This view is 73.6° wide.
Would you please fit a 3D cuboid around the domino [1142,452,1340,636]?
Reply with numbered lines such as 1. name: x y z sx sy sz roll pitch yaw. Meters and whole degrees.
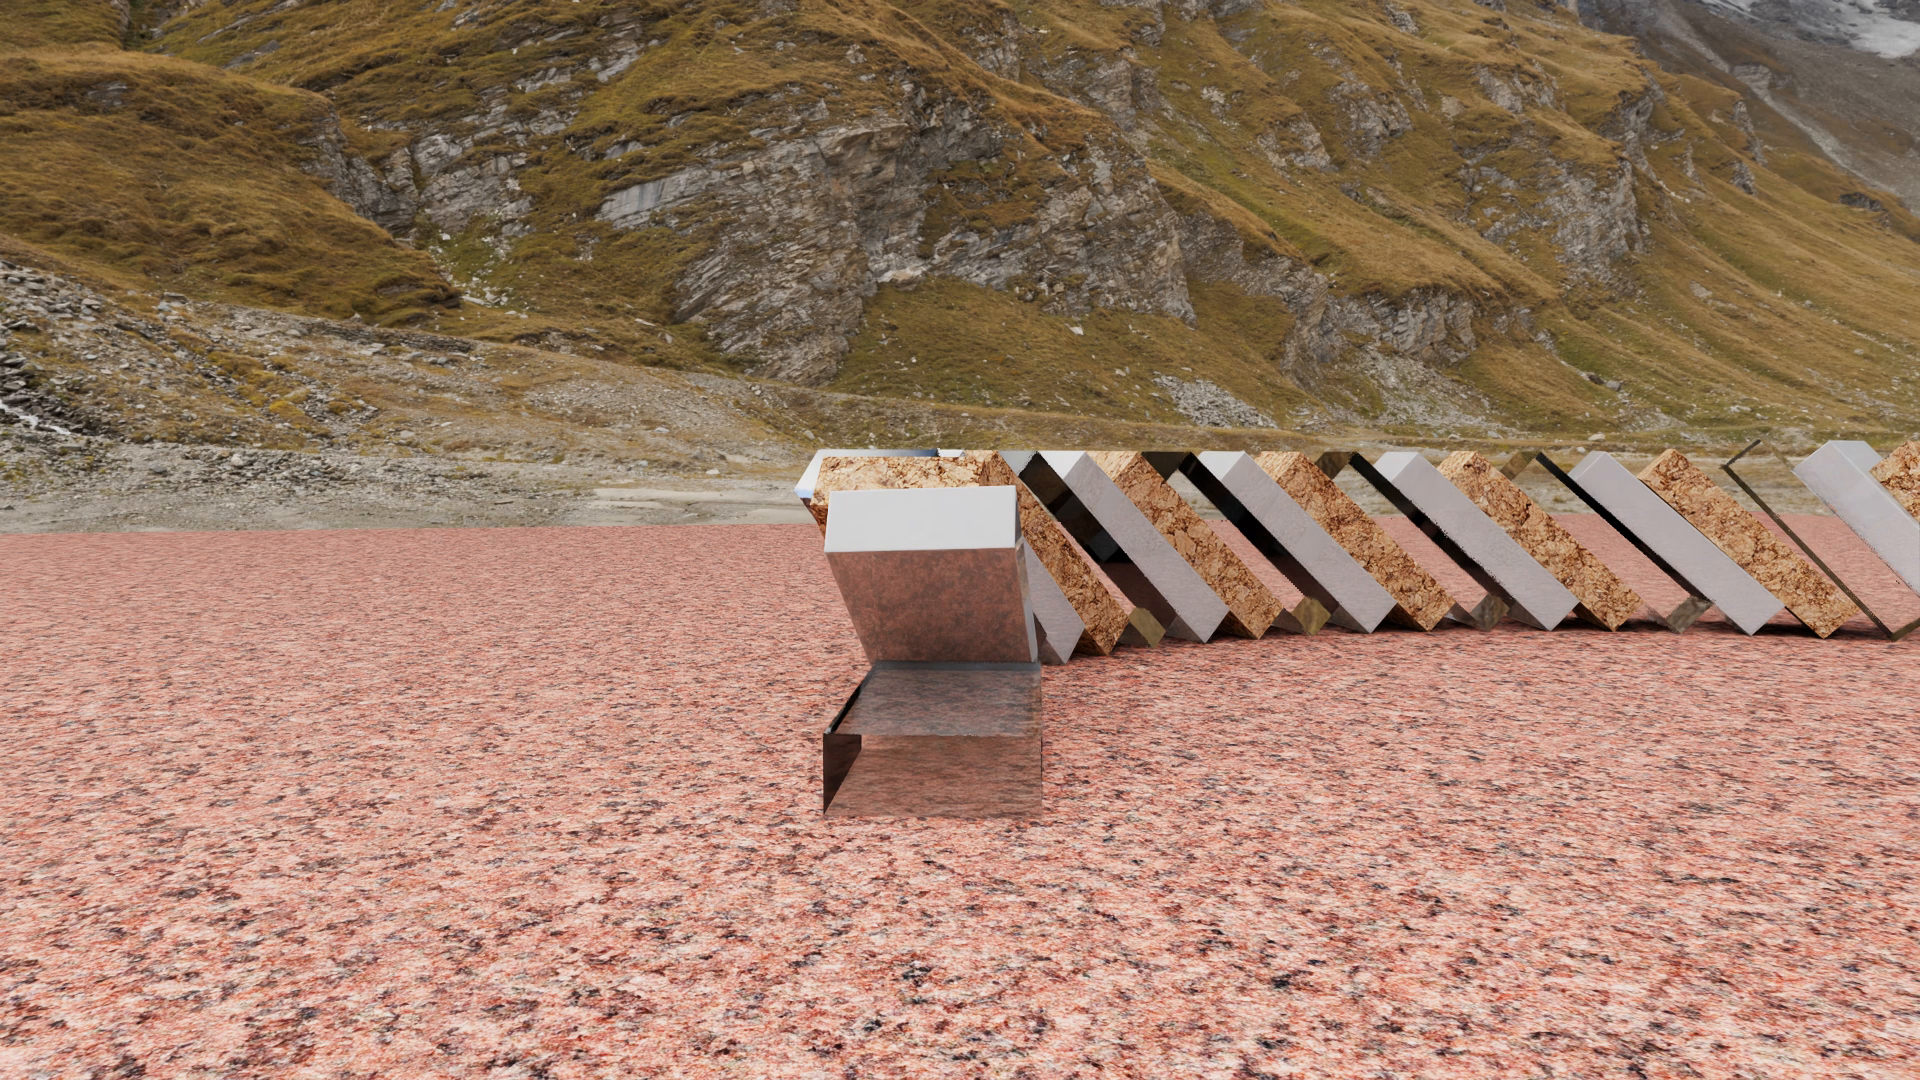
1. domino: 0.060 0.000 0.290 0.050 0.009 0.025 43 -8 -15

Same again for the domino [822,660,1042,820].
1. domino: -0.002 0.025 0.171 0.025 0.010 0.050 0 4 3

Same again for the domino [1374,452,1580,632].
1. domino: 0.119 0.000 0.303 0.050 0.009 0.025 42 5 -1

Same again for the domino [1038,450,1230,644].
1. domino: 0.033 0.001 0.276 0.050 0.009 0.025 45 -15 -22

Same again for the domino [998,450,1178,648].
1. domino: 0.021 0.002 0.267 0.050 0.009 0.025 47 -21 -26

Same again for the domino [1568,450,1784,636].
1. domino: 0.165 0.000 0.300 0.050 0.009 0.025 45 17 11

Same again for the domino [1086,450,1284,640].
1. domino: 0.046 0.001 0.284 0.050 0.009 0.025 44 -11 -18

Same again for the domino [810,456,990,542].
1. domino: -0.005 0.007 0.209 0.025 0.010 0.050 1 -38 13

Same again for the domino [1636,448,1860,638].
1. domino: 0.180 0.000 0.296 0.050 0.010 0.025 47 21 15

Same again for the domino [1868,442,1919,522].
1. domino: 0.222 0.001 0.273 0.025 0.050 0.009 -2 -38 -30

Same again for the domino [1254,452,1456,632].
1. domino: 0.089 0.000 0.299 0.050 0.010 0.025 42 -1 -8

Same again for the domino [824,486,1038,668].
1. domino: -0.002 0.010 0.190 0.025 0.010 0.050 -2 -30 6

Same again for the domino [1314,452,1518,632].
1. domino: 0.104 0.000 0.302 0.050 0.010 0.025 42 3 -3

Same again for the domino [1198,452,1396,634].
1. domino: 0.075 0.000 0.295 0.050 0.009 0.025 42 -4 -11

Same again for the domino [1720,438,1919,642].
1. domino: 0.197 -0.001 0.291 0.010 0.050 0.025 -46 -22 29

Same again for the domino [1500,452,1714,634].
1. domino: 0.150 0.000 0.302 0.050 0.009 0.025 44 12 7

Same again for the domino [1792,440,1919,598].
1. domino: 0.211 0.000 0.284 0.025 0.050 0.009 -4 -37 -40

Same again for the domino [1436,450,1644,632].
1. domino: 0.135 -0.001 0.303 0.050 0.009 0.025 43 9 4

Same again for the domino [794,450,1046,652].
1. domino: -0.006 0.005 0.229 0.025 0.010 0.050 3 -39 34

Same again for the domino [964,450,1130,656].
1. domino: 0.010 0.003 0.256 0.025 0.009 0.050 5 -37 50

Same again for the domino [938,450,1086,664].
1. domino: 0.001 0.004 0.243 0.025 0.009 0.050 4 -38 42
